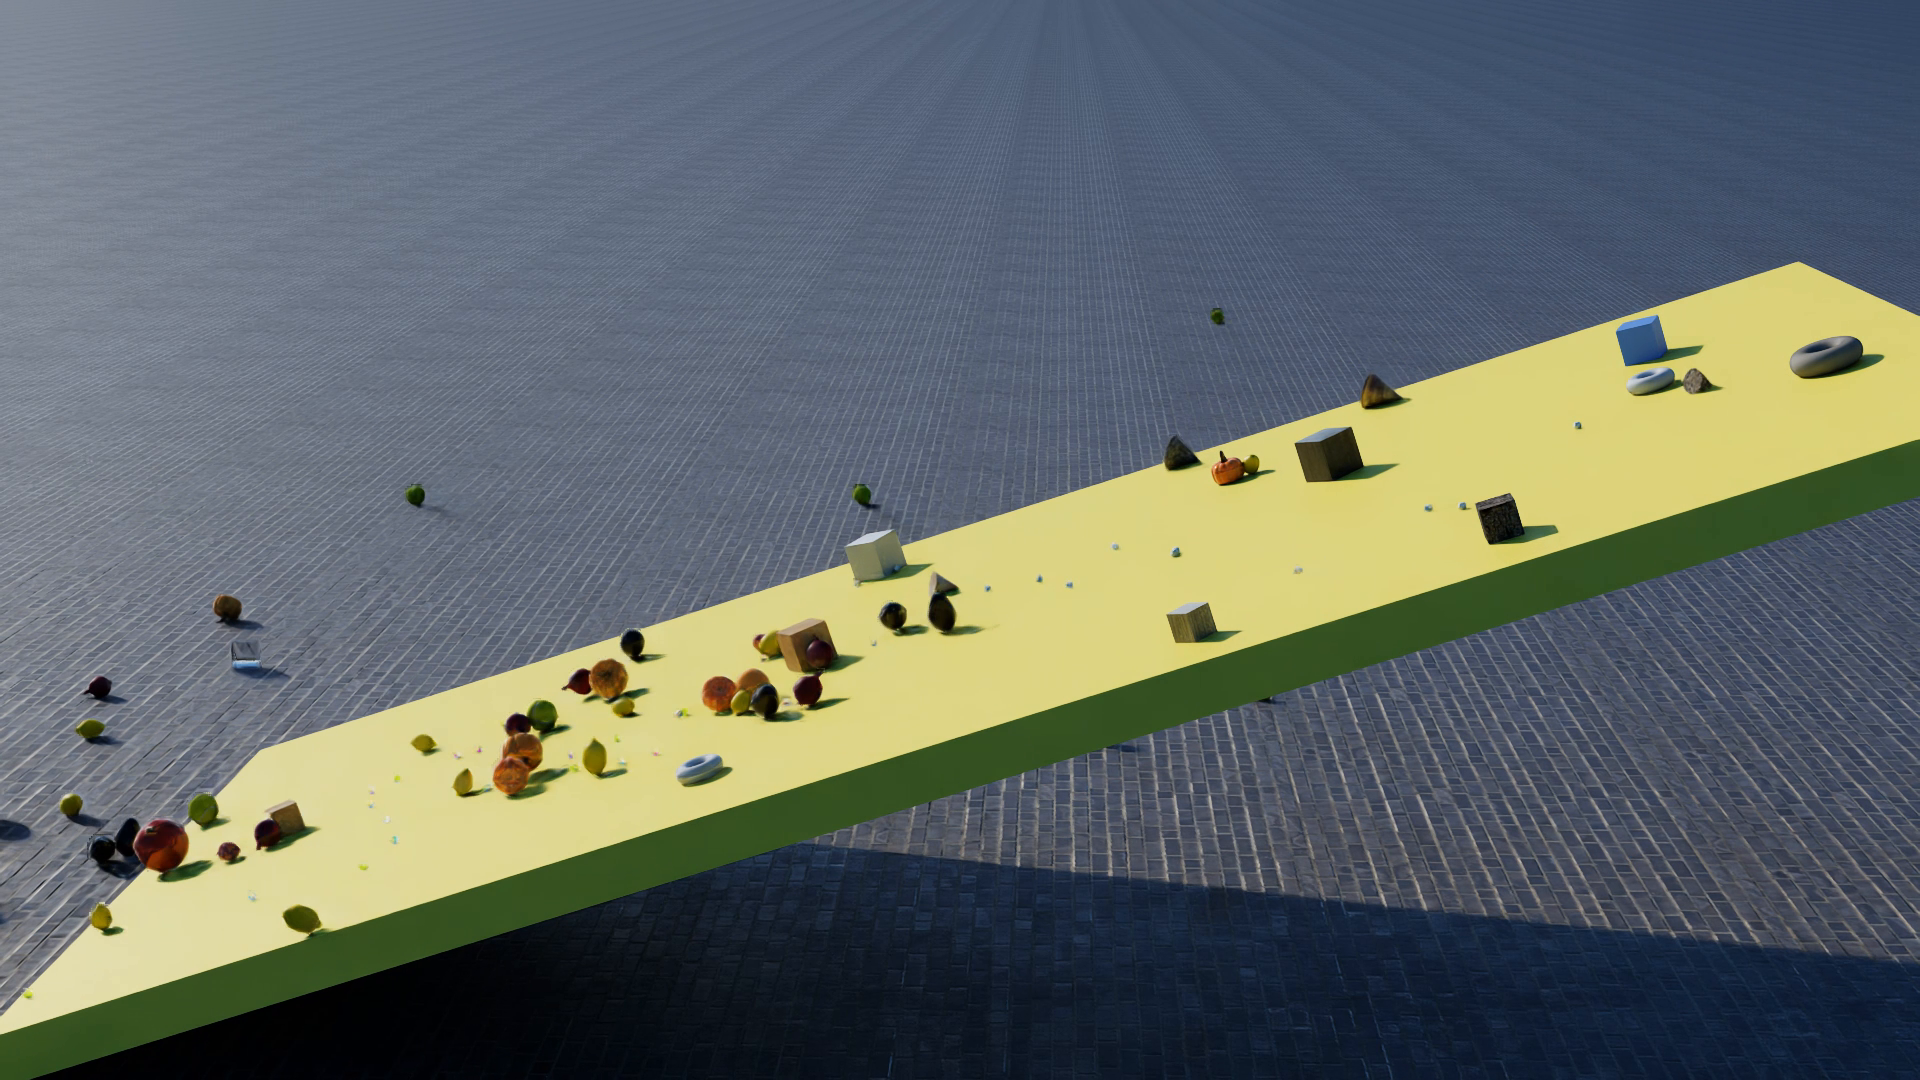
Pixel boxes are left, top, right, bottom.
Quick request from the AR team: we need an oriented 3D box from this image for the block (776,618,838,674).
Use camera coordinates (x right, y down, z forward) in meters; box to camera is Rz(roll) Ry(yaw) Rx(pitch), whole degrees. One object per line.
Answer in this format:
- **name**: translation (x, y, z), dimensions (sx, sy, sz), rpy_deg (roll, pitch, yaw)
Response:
- **block**: translation (-0.329, 0.226, 6.311), dimensions (0.087, 0.087, 0.087), rpy_deg (-23, 11, -22)

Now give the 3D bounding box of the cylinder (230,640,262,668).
- **cylinder**: translation (-2.107, 0.339, 8.678), dimensions (0.077, 0.077, 0.077), rpy_deg (11, 8, -20)

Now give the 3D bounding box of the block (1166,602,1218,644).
- **block**: translation (0.430, 0.153, 5.460), dimensions (0.058, 0.058, 0.058), rpy_deg (-26, 13, -34)

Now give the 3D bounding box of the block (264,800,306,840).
- **block**: translation (-1.468, 0.607, 6.395), dimensions (0.062, 0.062, 0.062), rpy_deg (-23, 11, -23)

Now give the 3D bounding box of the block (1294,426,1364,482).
- **block**: translation (0.809, -0.187, 6.446), dimensions (0.093, 0.093, 0.093), rpy_deg (-25, 12, -29)

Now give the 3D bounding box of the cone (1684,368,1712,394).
- **cone**: translation (1.537, -0.326, 6.089), dimensions (0.054, 0.054, 0.054), rpy_deg (6, 8, -28)

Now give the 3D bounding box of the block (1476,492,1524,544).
- **block**: translation (0.998, -0.040, 5.440), dimensions (0.068, 0.068, 0.068), rpy_deg (-17, 11, 7)

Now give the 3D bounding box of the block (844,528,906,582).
- **block**: translation (-0.201, 0.038, 7.039), dimensions (0.092, 0.092, 0.092), rpy_deg (-10, 14, 39)

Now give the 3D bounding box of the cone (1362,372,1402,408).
- **cone**: translation (1.021, -0.349, 7.053), dimensions (0.090, 0.090, 0.090), rpy_deg (16, 17, 23)

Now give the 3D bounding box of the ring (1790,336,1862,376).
- **ring**: translation (1.738, -0.368, 5.899), dimensions (0.146, 0.049, 0.146), rpy_deg (-19, 11, 4)

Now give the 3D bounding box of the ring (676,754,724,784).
- **ring**: translation (-0.502, 0.441, 5.666), dimensions (0.098, 0.033, 0.098), rpy_deg (-18, 12, 4)

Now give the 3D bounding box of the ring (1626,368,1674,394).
- **ring**: translation (1.467, -0.338, 6.246), dimensions (0.104, 0.035, 0.104), rpy_deg (-19, 11, 4)

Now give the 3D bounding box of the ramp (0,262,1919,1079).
- **ramp**: translation (0.104, 0.182, 6.308), dimensions (4.000, 0.100, 2.000), rpy_deg (-18, 11, 6)

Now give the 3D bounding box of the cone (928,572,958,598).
- **cone**: translation (-0.032, 0.103, 6.594), dimensions (0.061, 0.061, 0.061), rpy_deg (6, 10, -15)

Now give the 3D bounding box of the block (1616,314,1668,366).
- **block**: translation (1.523, -0.446, 6.568), dimensions (0.082, 0.082, 0.082), rpy_deg (-13, 12, 27)
